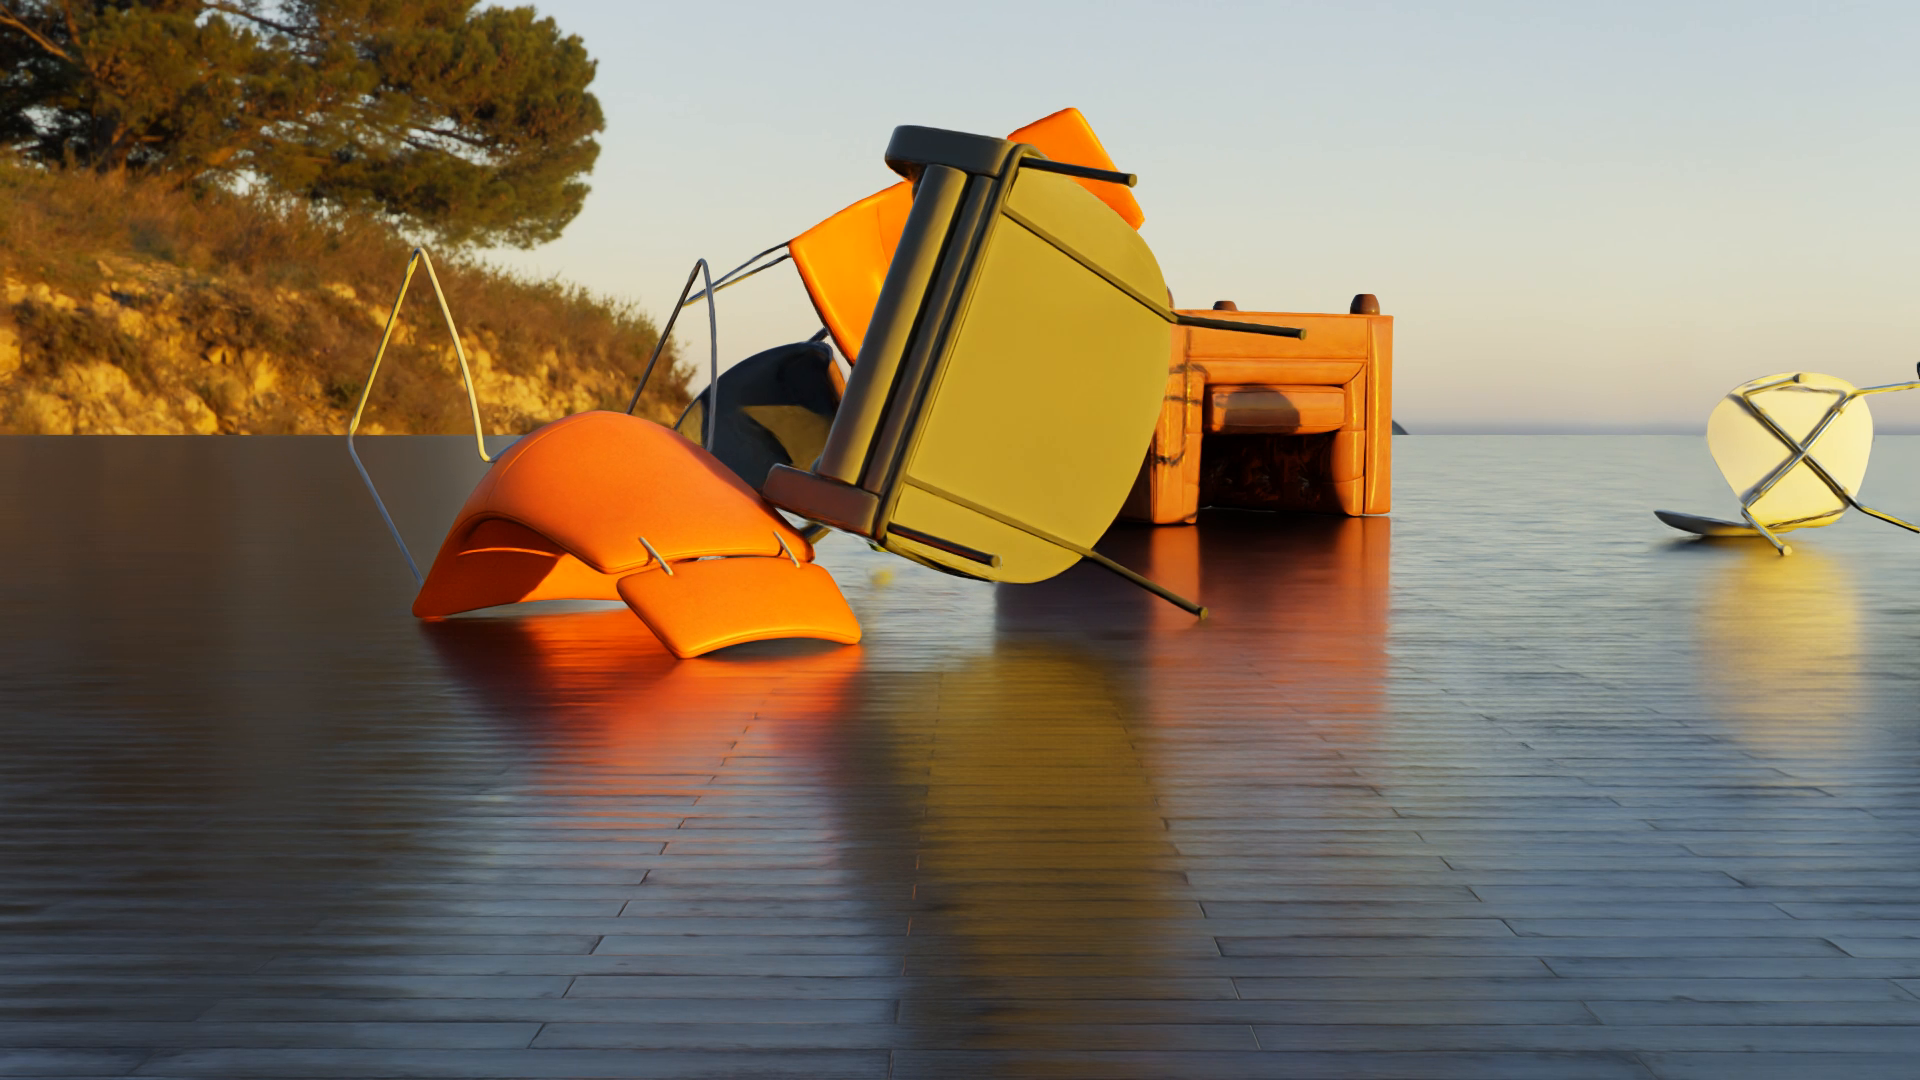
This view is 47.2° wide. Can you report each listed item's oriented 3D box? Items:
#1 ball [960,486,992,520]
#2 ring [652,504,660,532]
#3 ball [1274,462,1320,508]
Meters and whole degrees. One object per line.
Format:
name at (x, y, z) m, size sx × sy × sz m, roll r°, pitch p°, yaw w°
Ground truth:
ball at (0.055, -0.130, 7.595) m, size 0.115 × 0.115 × 0.115 m, roll 0°, pitch 4°, yaw 0°
ring at (-0.958, -0.071, 6.932) m, size 0.025 × 0.091 × 0.102 m, roll 0°, pitch -9°, yaw -8°
ball at (1.275, -0.209, 8.343) m, size 0.172 × 0.172 × 0.172 m, roll 0°, pitch 4°, yaw 0°
